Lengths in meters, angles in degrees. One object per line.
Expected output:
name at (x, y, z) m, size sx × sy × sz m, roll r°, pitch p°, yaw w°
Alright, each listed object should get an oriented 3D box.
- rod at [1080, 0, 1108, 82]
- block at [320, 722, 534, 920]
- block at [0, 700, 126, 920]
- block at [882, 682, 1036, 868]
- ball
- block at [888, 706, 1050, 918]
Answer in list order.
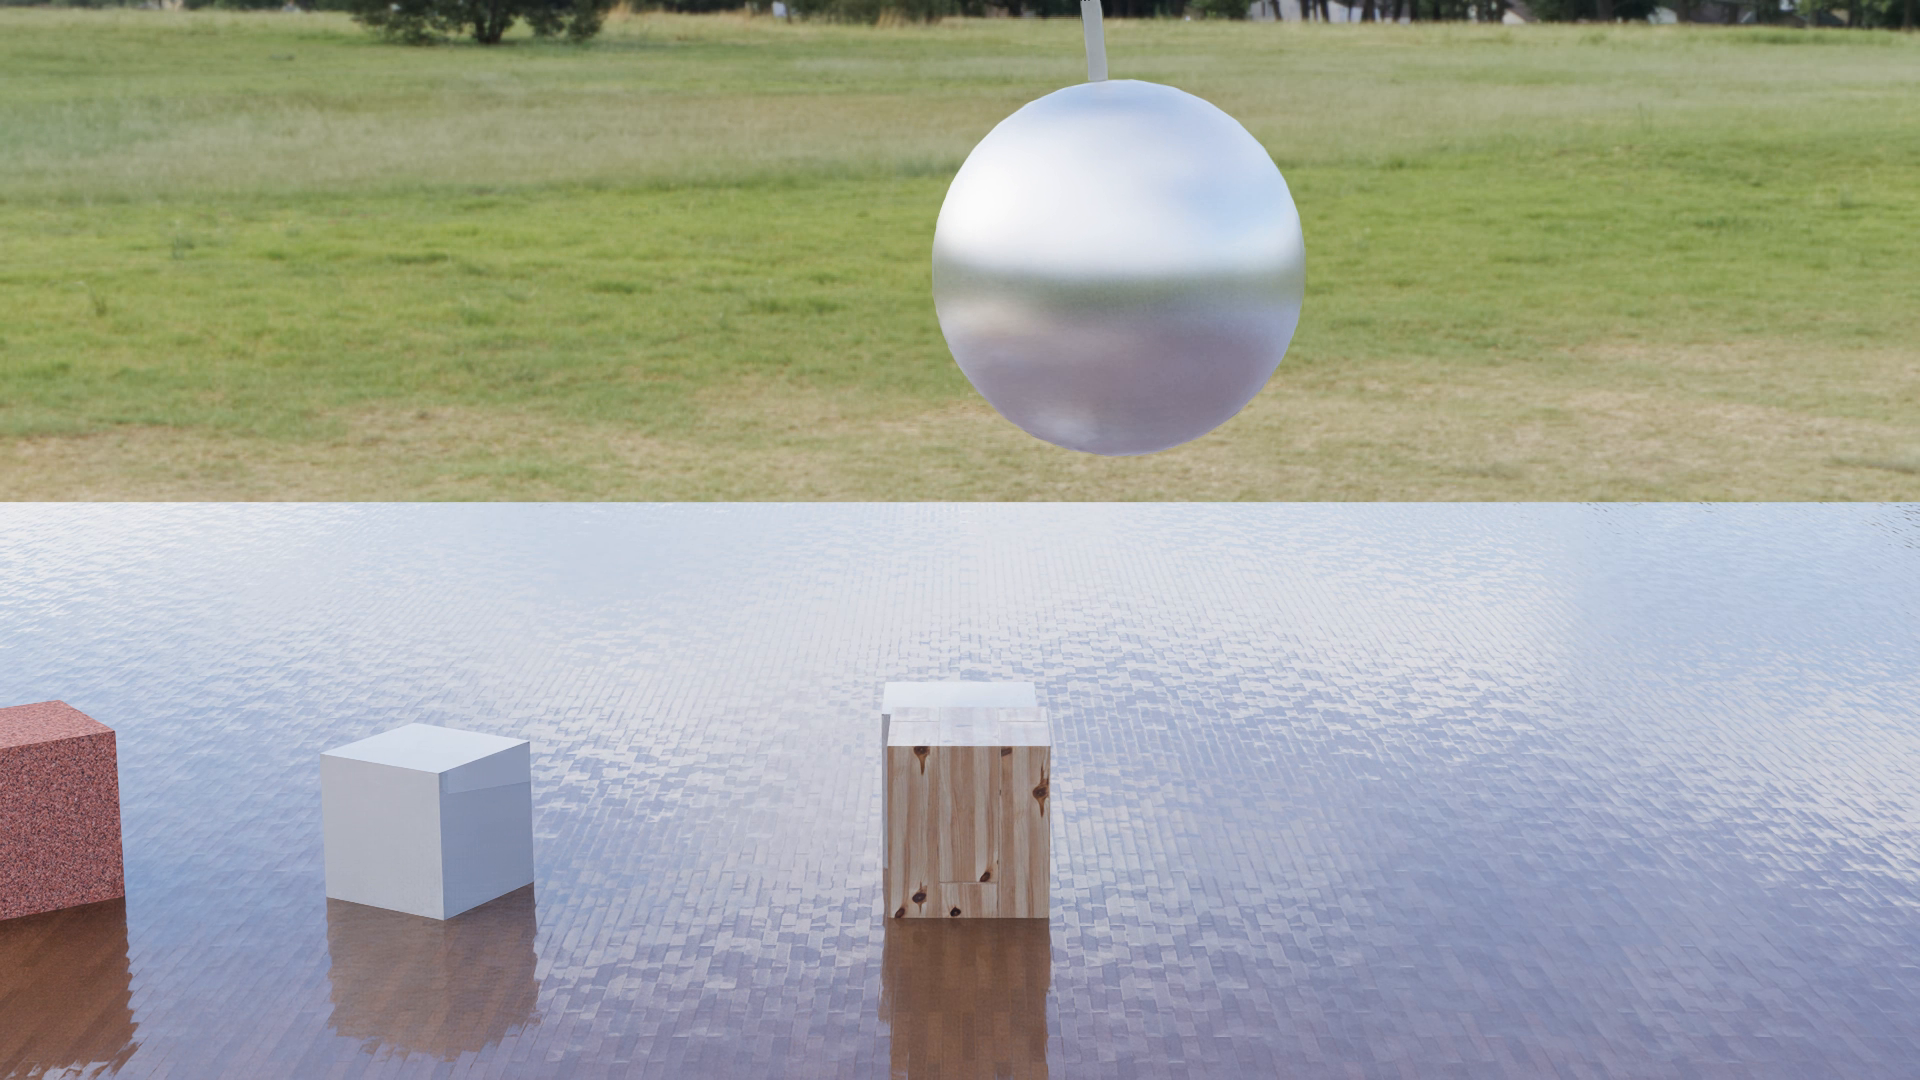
rod at (0.292, -4.481, 10.366) m, size 0.080 × 5.200 × 0.080 m, roll -6°, pitch 10°, yaw 1°
block at (-2.307, 1.208, 11.134) m, size 0.652 × 0.639 × 0.604 m, roll 6°, pitch 12°, yaw 28°
block at (-4.108, 1.167, 11.086) m, size 0.717 × 0.737 × 0.702 m, roll -8°, pitch 13°, yaw -37°
block at (-0.002, 1.065, 11.720) m, size 0.690 × 0.710 × 0.606 m, roll 0°, pitch 10°, yaw 0°
ball at (0.675, -1.157, 10.970) m, size 1.600 × 1.600 × 1.600 m, roll 0°, pitch 10°, yaw 0°
block at (0.038, 1.164, 11.074) m, size 0.680 × 0.747 × 0.671 m, roll 0°, pitch 10°, yaw 0°
